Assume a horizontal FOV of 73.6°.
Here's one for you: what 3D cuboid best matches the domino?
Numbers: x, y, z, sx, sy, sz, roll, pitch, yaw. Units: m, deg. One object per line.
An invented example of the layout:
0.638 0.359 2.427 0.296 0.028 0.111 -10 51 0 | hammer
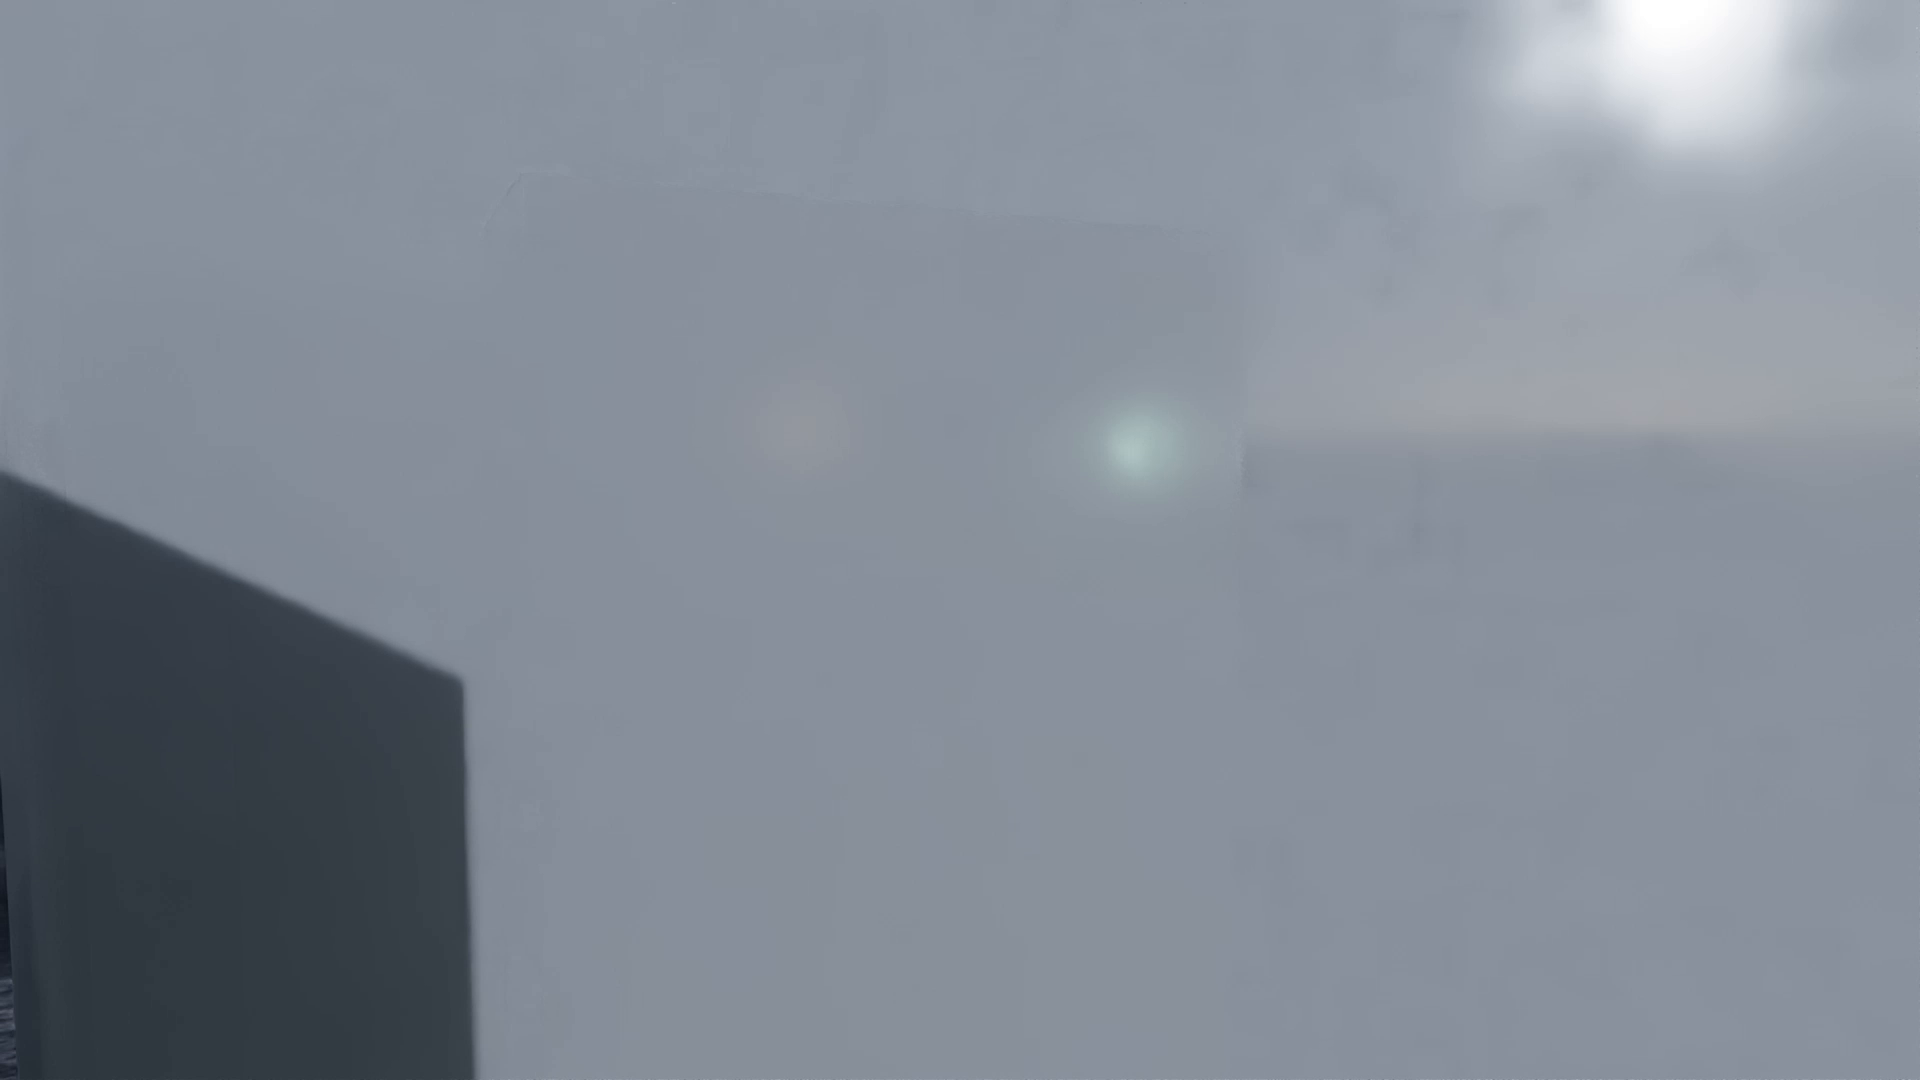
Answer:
-0.001 0.016 0.021 0.025 0.050 0.009 1 4 16 | domino
